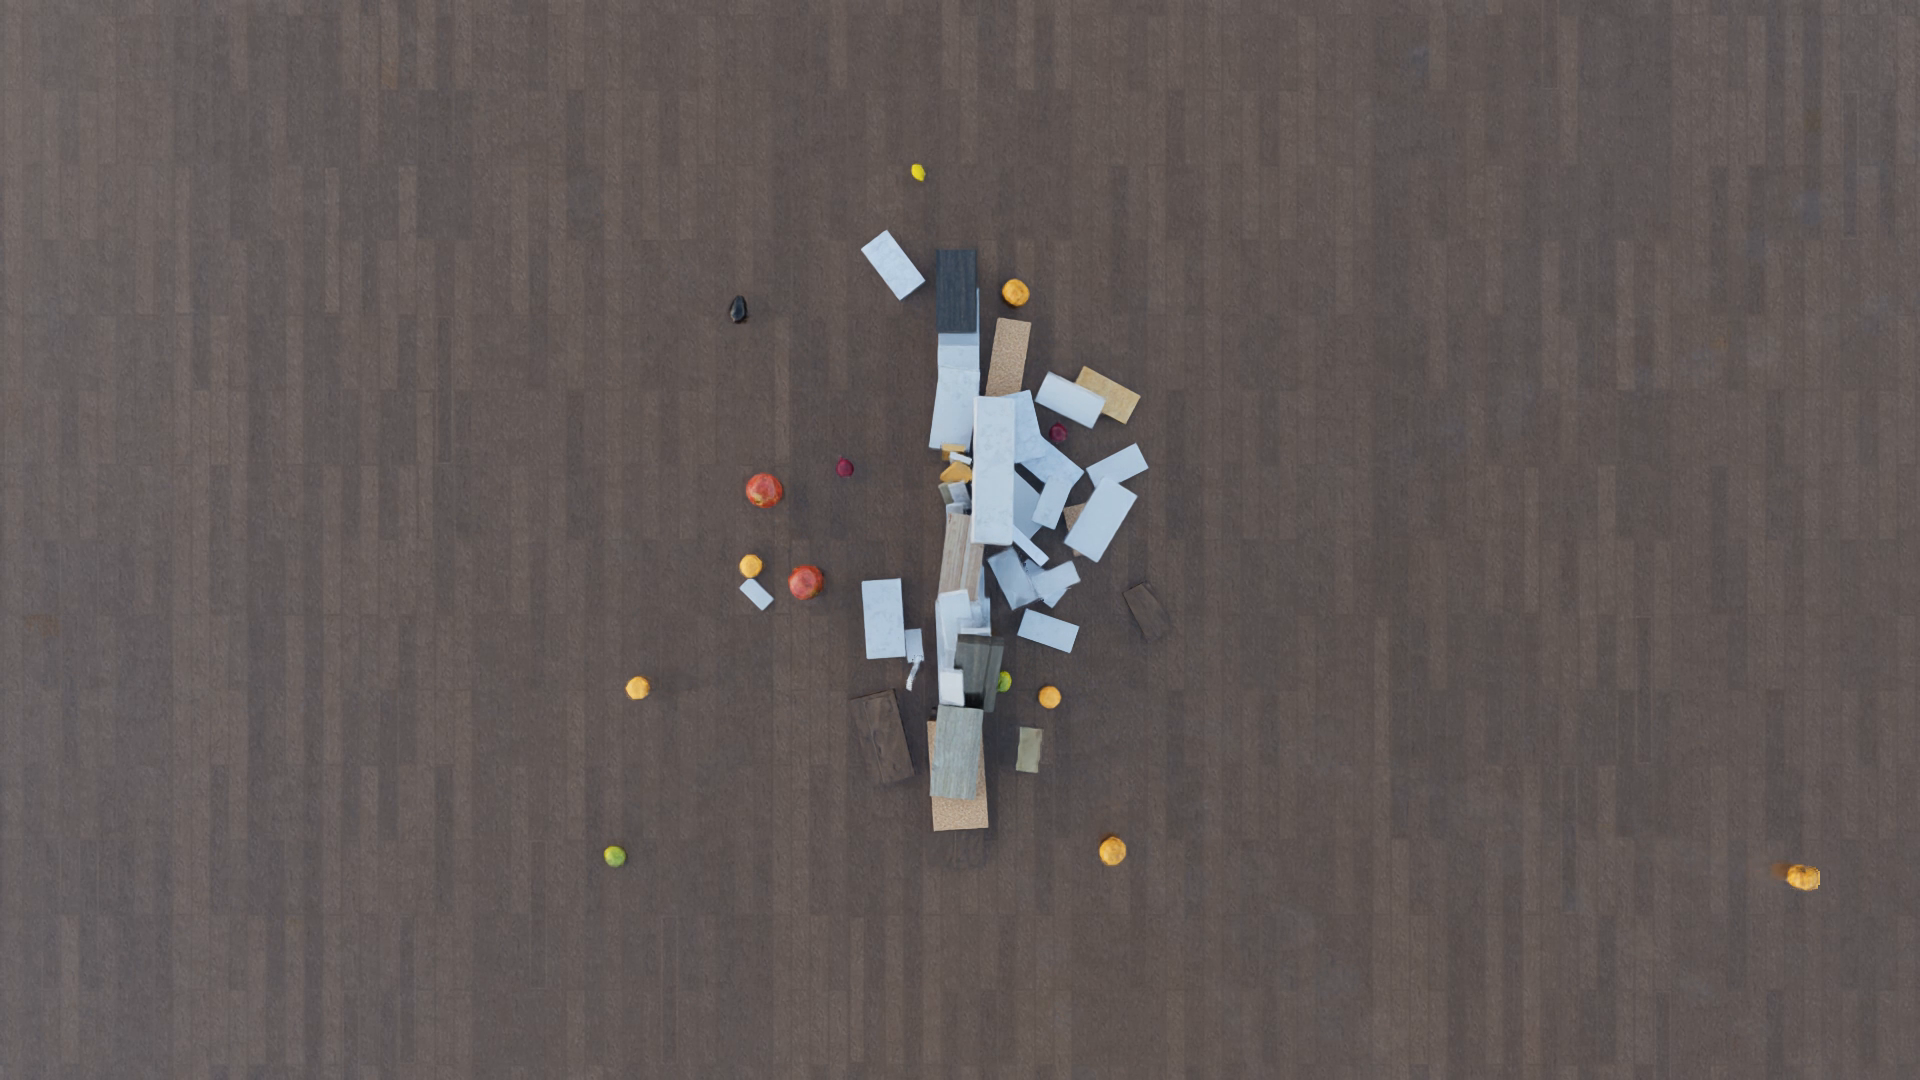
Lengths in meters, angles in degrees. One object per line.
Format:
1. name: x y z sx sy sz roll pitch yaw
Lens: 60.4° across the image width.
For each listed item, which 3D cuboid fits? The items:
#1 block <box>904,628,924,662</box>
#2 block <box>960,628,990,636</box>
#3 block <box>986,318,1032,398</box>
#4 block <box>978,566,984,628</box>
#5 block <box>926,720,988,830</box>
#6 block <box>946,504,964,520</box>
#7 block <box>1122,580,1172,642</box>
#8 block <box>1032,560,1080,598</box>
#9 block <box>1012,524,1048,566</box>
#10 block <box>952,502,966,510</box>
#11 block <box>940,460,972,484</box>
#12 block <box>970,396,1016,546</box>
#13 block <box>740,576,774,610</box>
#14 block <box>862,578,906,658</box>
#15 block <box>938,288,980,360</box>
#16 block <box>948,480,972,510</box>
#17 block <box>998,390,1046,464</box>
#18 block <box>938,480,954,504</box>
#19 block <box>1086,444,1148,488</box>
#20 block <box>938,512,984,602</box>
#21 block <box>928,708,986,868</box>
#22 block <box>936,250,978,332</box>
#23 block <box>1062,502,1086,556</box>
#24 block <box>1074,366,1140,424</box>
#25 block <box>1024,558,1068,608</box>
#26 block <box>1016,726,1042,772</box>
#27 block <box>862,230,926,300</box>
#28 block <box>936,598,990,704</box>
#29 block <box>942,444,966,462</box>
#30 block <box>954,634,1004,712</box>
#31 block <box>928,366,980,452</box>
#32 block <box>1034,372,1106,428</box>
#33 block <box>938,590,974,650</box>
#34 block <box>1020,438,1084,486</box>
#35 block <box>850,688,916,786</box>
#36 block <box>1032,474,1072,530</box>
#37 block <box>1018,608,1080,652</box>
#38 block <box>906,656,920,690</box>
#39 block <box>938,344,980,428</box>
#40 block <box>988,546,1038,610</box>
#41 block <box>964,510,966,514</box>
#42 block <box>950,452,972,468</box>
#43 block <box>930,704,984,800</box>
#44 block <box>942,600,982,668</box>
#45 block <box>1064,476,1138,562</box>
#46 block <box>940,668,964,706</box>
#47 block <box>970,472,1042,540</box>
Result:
1. block: -0.152 0.352 5.492 0.054 0.015 0.108 -6 90 0
2. block: 0.052 0.363 5.327 0.095 0.027 0.190 -1 129 0
3. block: 0.150 -0.536 5.484 0.113 0.032 0.391 9 90 0
4. block: 0.016 0.215 5.409 0.129 0.036 0.257 0 94 0
5. block: -0.008 0.768 5.424 0.179 0.051 0.357 -4 90 0
6. block: -0.015 -0.067 5.436 0.055 0.016 0.111 -5 118 -2
7. block: 0.623 0.238 5.487 0.093 0.026 0.185 -28 90 0
8. block: 0.319 0.130 5.466 0.144 0.020 0.072 -24 89 -1
9. block: 0.164 -0.034 5.433 0.313 0.134 0.038 43 90 0
10. block: -0.003 -0.074 5.468 0.054 0.015 0.107 -8 118 0
11. block: -0.007 -0.213 5.423 0.073 0.147 0.021 29 66 -12
12. block: 0.108 -0.225 5.360 0.129 0.036 0.481 4 80 -15
13. block: -0.678 0.178 5.492 0.108 0.015 0.054 44 90 0
14. block: -0.253 0.261 5.482 0.129 0.036 0.257 -4 90 0
15. block: -0.004 -0.700 5.481 0.135 0.038 0.269 0 90 0
16. block: 0.002 -0.144 5.445 0.054 0.015 0.107 -15 128 6
17. block: 0.202 -0.373 5.452 0.113 0.032 0.226 -13 90 0
18. block: -0.029 -0.145 5.464 0.054 0.015 0.107 -23 124 0
19. block: 0.522 -0.239 5.487 0.185 0.026 0.093 -27 90 0
20. block: 0.007 0.065 5.364 0.129 0.036 0.294 7 89 0
21. block: -0.009 0.821 5.475 0.179 0.051 0.521 1 90 0
22. block: -0.012 -0.821 5.443 0.135 0.038 0.269 0 90 0
23. block: 0.401 -0.035 5.488 0.083 0.023 0.166 -14 90 0
24. block: 0.481 -0.481 5.485 0.212 0.030 0.106 28 90 0
25. block: 0.267 0.143 5.488 0.166 0.023 0.083 38 90 0
26. block: 0.230 0.698 5.490 0.072 0.020 0.144 6 90 0
27. block: -0.222 -0.913 5.485 0.106 0.030 0.212 -37 90 0
28. block: 0.015 0.374 5.463 0.179 0.051 0.357 -2 94 0
29. block: -0.022 -0.286 5.426 0.073 0.147 0.021 6 79 0
30. block: 0.051 0.432 5.336 0.148 0.042 0.295 5 129 -3
31. block: -0.018 -0.430 5.431 0.134 0.038 0.267 8 102 -2
32. block: 0.366 -0.463 5.461 0.212 0.030 0.106 26 116 1
33. block: -0.006 0.255 5.304 0.095 0.027 0.190 -9 114 4
34. block: 0.291 -0.254 5.484 0.226 0.032 0.113 40 90 0
35. block: -0.256 0.655 5.479 0.148 0.042 0.295 -14 90 0
36. block: 0.304 -0.126 5.451 0.083 0.023 0.166 22 87 -1
37. block: 0.293 0.301 5.487 0.185 0.026 0.093 19 90 0
38. block: -0.153 0.440 5.440 0.015 0.108 0.054 14 126 5
39. block: -0.004 -0.508 5.454 0.135 0.038 0.269 0 102 0
40. block: 0.176 0.126 5.461 0.095 0.027 0.190 -24 98 17
41. block: -0.007 -0.045 5.465 0.055 0.016 0.111 -5 118 -2
42. block: 0.008 -0.248 5.421 0.073 0.147 0.021 20 78 10
43. block: -0.011 0.690 5.378 0.148 0.042 0.295 6 90 0
44. block: 0.014 0.326 5.371 0.129 0.036 0.257 -5 114 2
45. block: 0.464 -0.069 5.457 0.129 0.036 0.257 31 90 -1
46. block: -0.025 0.477 5.334 0.072 0.020 0.144 4 128 11
47. block: 0.178 -0.140 5.481 0.267 0.038 0.134 44 90 0
